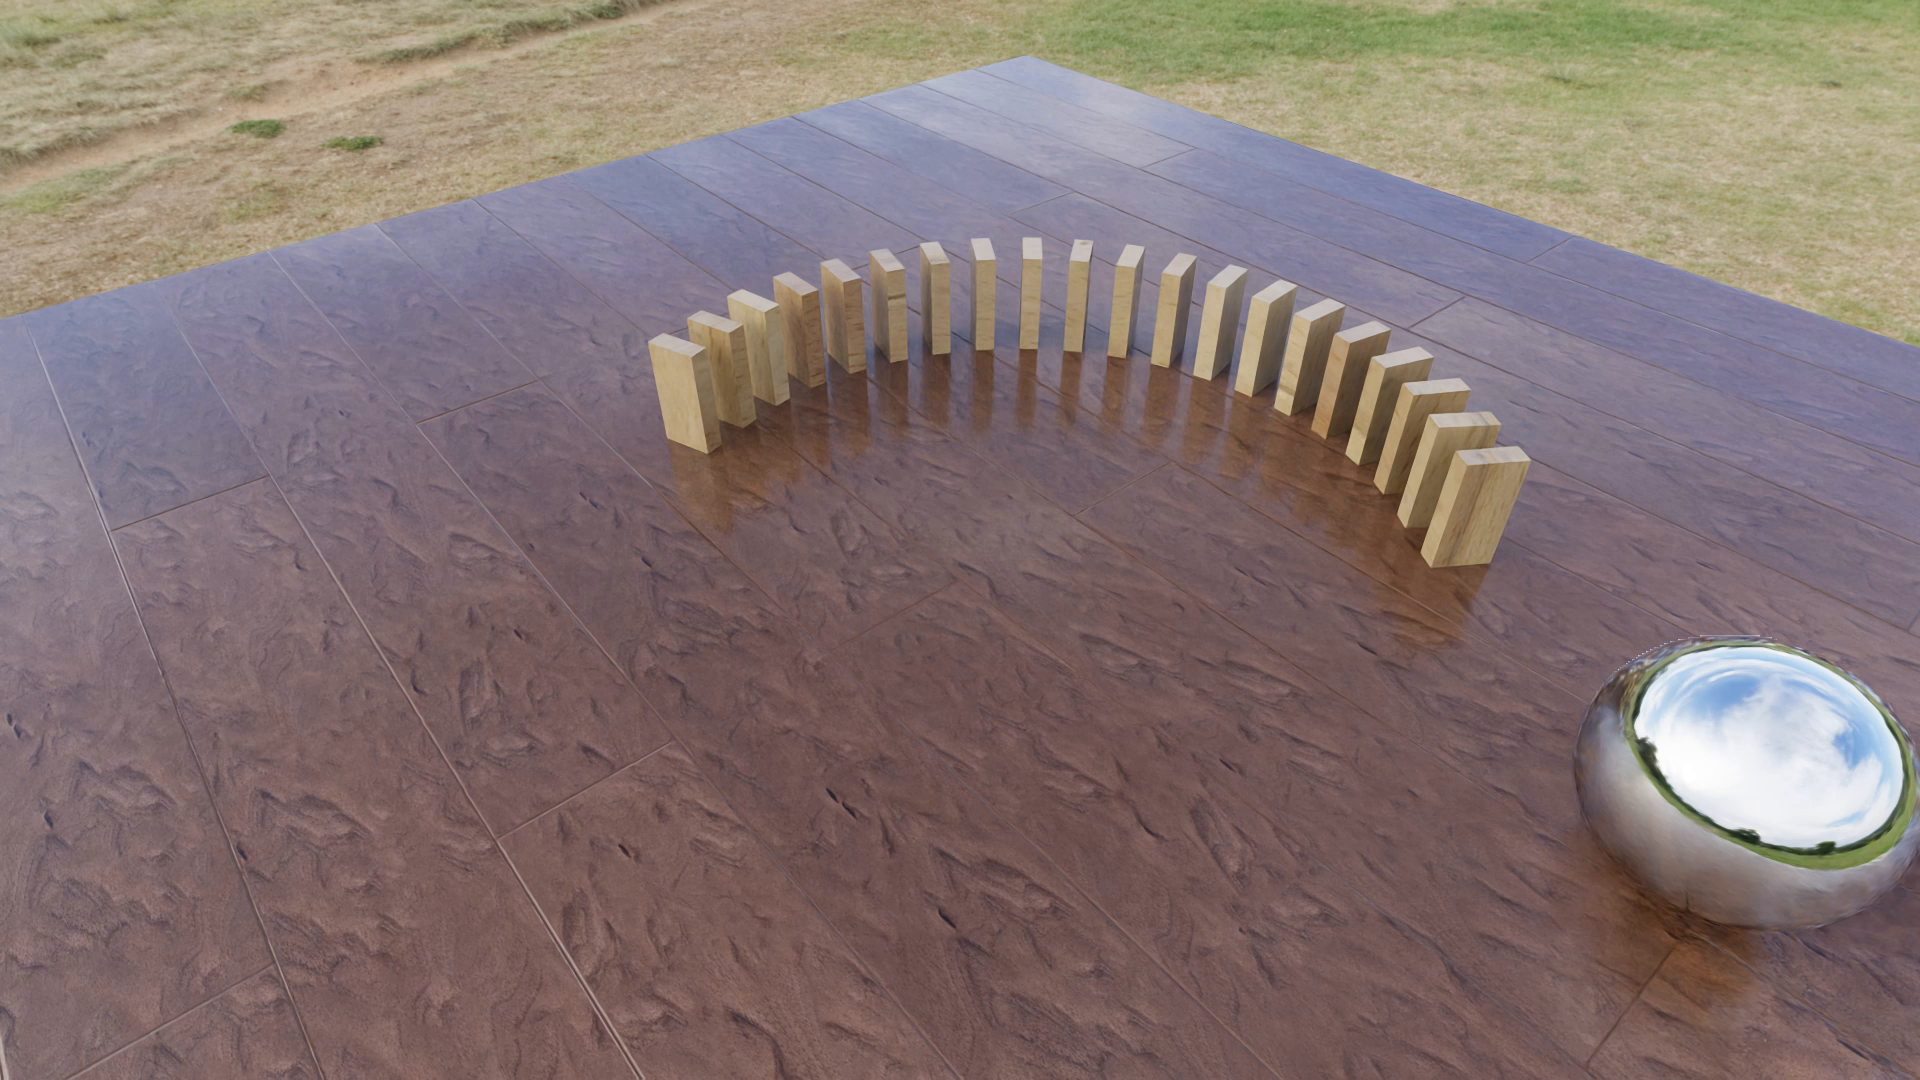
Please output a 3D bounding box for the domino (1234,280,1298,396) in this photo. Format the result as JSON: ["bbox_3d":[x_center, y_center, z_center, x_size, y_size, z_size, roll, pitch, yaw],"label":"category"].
[{"bbox_3d":[0.147,-0.097,0.530,0.010,0.050,0.025,31,48,32],"label":"domino"}]

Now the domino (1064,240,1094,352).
[{"bbox_3d":[0.061,-0.125,0.564,0.009,0.050,0.025,7,40,8],"label":"domino"}]

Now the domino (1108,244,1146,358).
[{"bbox_3d":[0.085,-0.121,0.559,0.010,0.050,0.025,12,41,14],"label":"domino"}]

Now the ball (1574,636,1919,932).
[{"bbox_3d":[0.217,0.067,0.306,0.080,0.080,0.080,0,39,0],"label":"ball"}]

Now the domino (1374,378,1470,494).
[{"bbox_3d":[0.194,-0.043,0.464,0.025,0.050,0.009,-6,40,-7],"label":"domino"}]

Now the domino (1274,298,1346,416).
[{"bbox_3d":[0.164,-0.085,0.516,0.025,0.050,0.009,-26,46,-28],"label":"domino"}]

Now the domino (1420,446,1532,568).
[{"bbox_3d":[0.199,-0.012,0.426,0.025,0.050,0.009,-4,40,-5],"label":"domino"}]

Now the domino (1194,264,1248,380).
[{"bbox_3d":[0.128,-0.107,0.542,0.009,0.050,0.025,24,45,27],"label":"domino"}]

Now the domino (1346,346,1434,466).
[{"bbox_3d":[0.188,-0.058,0.483,0.025,0.050,0.010,-14,41,-16],"label":"domino"}]

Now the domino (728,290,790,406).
[{"bbox_3d":[-0.095,-0.091,0.523,0.025,0.050,0.009,27,46,29],"label":"domino"}]

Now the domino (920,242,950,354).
[{"bbox_3d":[-0.013,-0.123,0.562,0.010,0.050,0.025,-9,40,-11],"label":"domino"}]

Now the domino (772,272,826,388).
[{"bbox_3d":[-0.078,-0.102,0.536,0.009,0.050,0.025,-27,47,-29],"label":"domino"}]

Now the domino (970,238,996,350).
[{"bbox_3d":[0.012,-0.126,0.565,0.009,0.050,0.025,-4,40,-5],"label":"domino"}]

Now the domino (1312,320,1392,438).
[{"bbox_3d":[0.177,-0.072,0.500,0.025,0.050,0.009,-20,43,-22],"label":"domino"}]

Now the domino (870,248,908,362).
[{"bbox_3d":[-0.036,-0.118,0.556,0.009,0.050,0.025,-15,42,-18],"label":"domino"}]

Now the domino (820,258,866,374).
[{"bbox_3d":[-0.058,-0.111,0.547,0.010,0.050,0.025,-21,44,-24],"label":"domino"}]

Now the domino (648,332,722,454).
[{"bbox_3d":[-0.122,-0.065,0.491,0.025,0.050,0.010,21,44,24],"label":"domino"}]

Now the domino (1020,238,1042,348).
[{"bbox_3d":[0.036,-0.127,0.566,0.009,0.050,0.025,1,39,2],"label":"domino"}]

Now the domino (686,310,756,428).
[{"bbox_3d":[-0.110,-0.078,0.507,0.025,0.050,0.009,22,44,24],"label":"domino"}]

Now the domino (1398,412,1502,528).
[{"bbox_3d":[0.197,-0.028,0.445,0.025,0.050,0.010,-3,39,-3],"label":"domino"}]

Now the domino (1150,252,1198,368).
[{"bbox_3d":[0.107,-0.115,0.552,0.009,0.050,0.025,18,43,21],"label":"domino"}]
